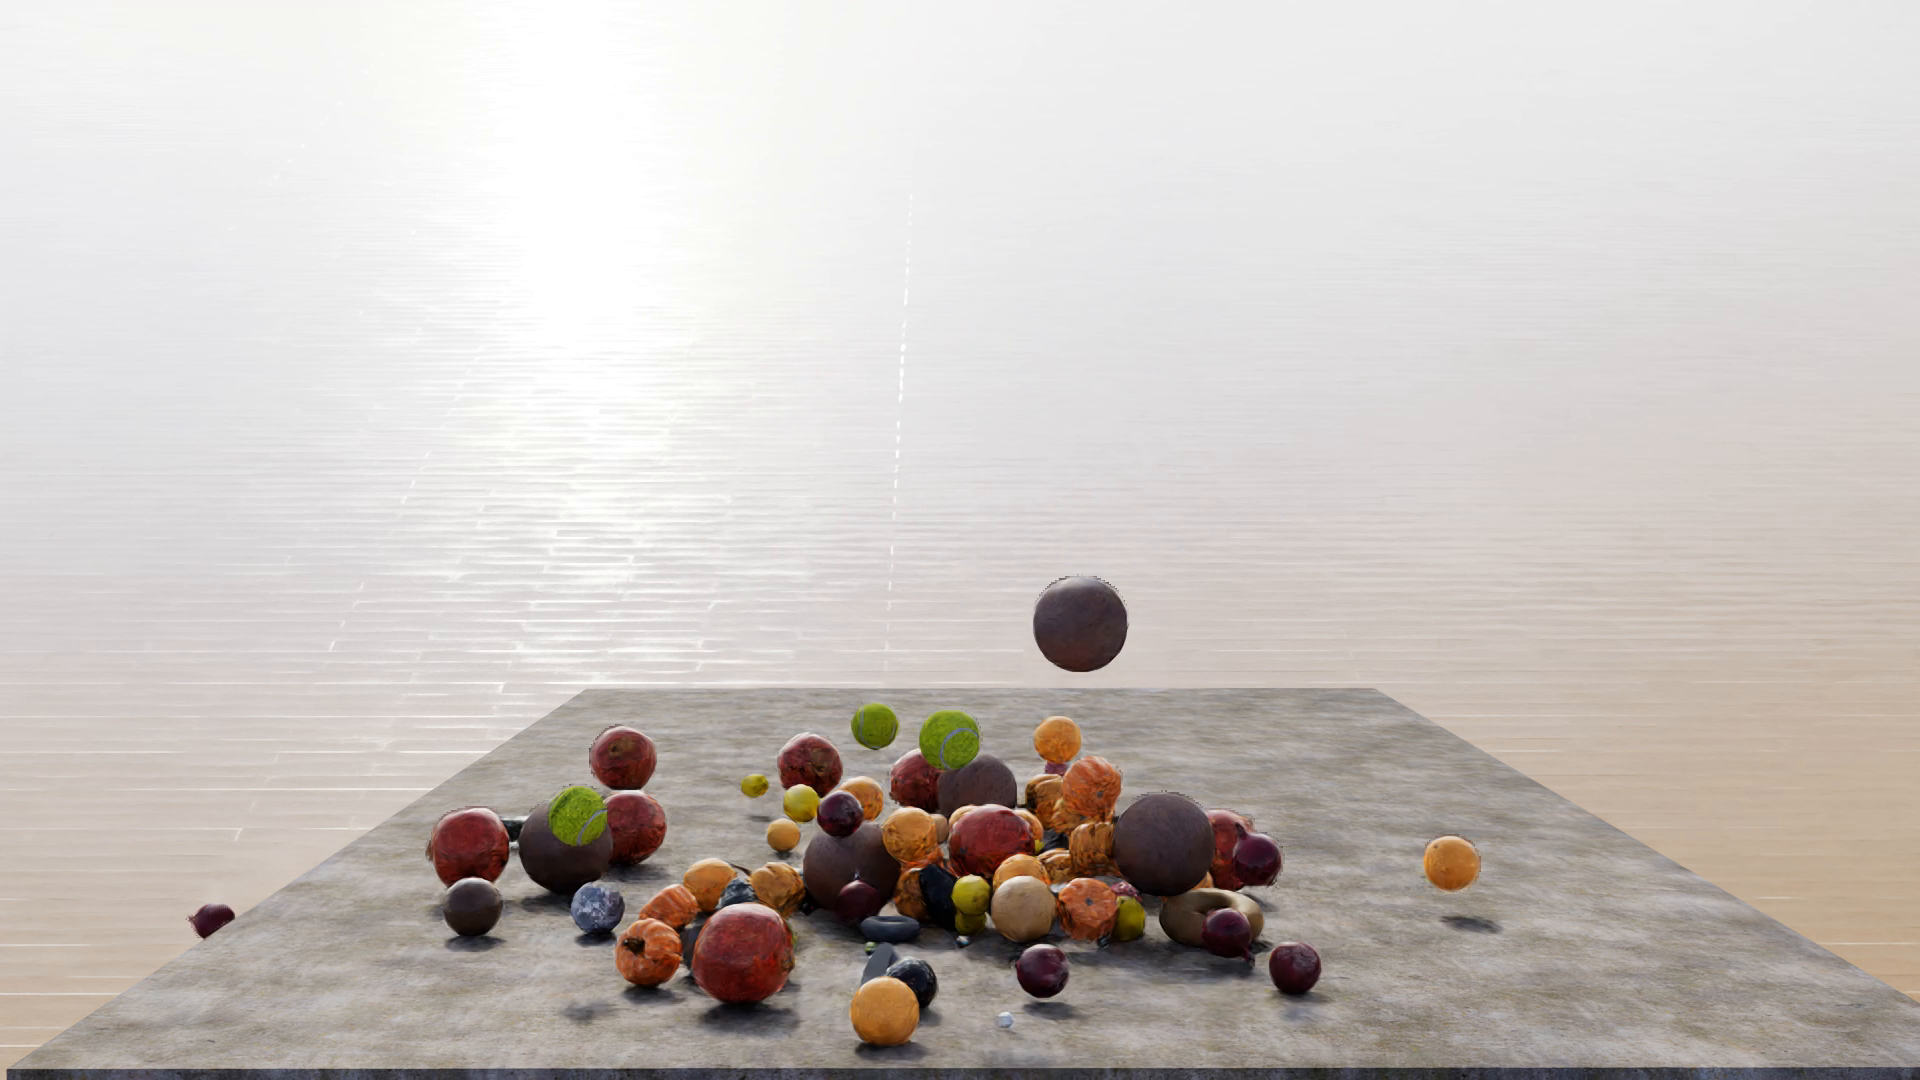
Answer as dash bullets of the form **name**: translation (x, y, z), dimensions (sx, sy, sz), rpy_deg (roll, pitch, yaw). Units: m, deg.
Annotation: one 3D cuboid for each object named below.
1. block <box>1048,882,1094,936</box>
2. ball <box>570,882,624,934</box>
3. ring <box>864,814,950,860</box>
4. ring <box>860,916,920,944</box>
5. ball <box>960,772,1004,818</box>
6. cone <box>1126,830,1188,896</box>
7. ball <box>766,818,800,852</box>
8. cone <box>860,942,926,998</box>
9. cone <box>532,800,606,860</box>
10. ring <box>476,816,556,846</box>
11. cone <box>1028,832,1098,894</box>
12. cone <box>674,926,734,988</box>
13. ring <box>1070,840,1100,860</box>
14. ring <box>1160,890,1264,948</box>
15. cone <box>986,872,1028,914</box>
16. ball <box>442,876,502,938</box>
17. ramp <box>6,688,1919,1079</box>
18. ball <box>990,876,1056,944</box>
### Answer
- **block**: translation (0.131, 0.468, 3.266), dimensions (0.055, 0.055, 0.055), rpy_deg (-2, 3, -45)
- **ball**: translation (-0.456, 0.463, 3.245), dimensions (0.067, 0.067, 0.067), rpy_deg (0, 24, 0)
- **ring**: translation (-0.080, 0.443, 3.843), dimensions (0.134, 0.045, 0.134), rpy_deg (-14, -1, 0)
- **ring**: translation (-0.087, 0.485, 3.210), dimensions (0.077, 0.026, 0.077), rpy_deg (1, 1, 0)
- **ball**: translation (0.037, 0.422, 4.264), dimensions (0.075, 0.075, 0.075), rpy_deg (0, 24, 0)
- **cone**: translation (0.256, 0.463, 3.555), dimensions (0.092, 0.092, 0.092), rpy_deg (10, 34, 21)
- **ball**: translation (-0.267, 0.447, 3.897), dimensions (0.051, 0.051, 0.051), rpy_deg (0, 24, 0)
- **cone**: translation (-0.066, 0.494, 2.887), dimensions (0.067, 0.067, 0.067), rpy_deg (27, 18, -17)
- **cone**: translation (-0.592, 0.453, 3.826), dimensions (0.100, 0.100, 0.100), rpy_deg (-27, 26, 1)
- **ring**: translation (-0.684, 0.448, 3.976), dimensions (0.123, 0.041, 0.123), rpy_deg (1, -3, 0)
- **cone**: translation (0.156, 0.465, 3.547), dimensions (0.090, 0.090, 0.090), rpy_deg (31, 37, 27)
- **cone**: translation (-0.293, 0.491, 2.951), dimensions (0.071, 0.071, 0.071), rpy_deg (-2, 30, -5)
- **ring**: translation (0.169, 0.460, 3.836), dimensions (0.080, 0.027, 0.080), rpy_deg (2, -4, 0)
- **ring**: translation (0.313, 0.471, 3.201), dimensions (0.130, 0.043, 0.130), rpy_deg (0, 14, 0)
- **cone**: translation (0.075, 0.463, 3.266), dimensions (0.072, 0.072, 0.072), rpy_deg (6, -16, 14)
- **ball**: translation (-0.611, 0.460, 3.229), dimensions (0.075, 0.075, 0.075), rpy_deg (0, 24, 0)
- **ramp**: translation (0.055, 0.499, 4.546), dimensions (2.000, 0.100, 4.000), rpy_deg (0, 2, 0)
- **ball**: translation (0.077, 0.446, 3.107), dimensions (0.081, 0.081, 0.081), rpy_deg (0, 24, 0)
